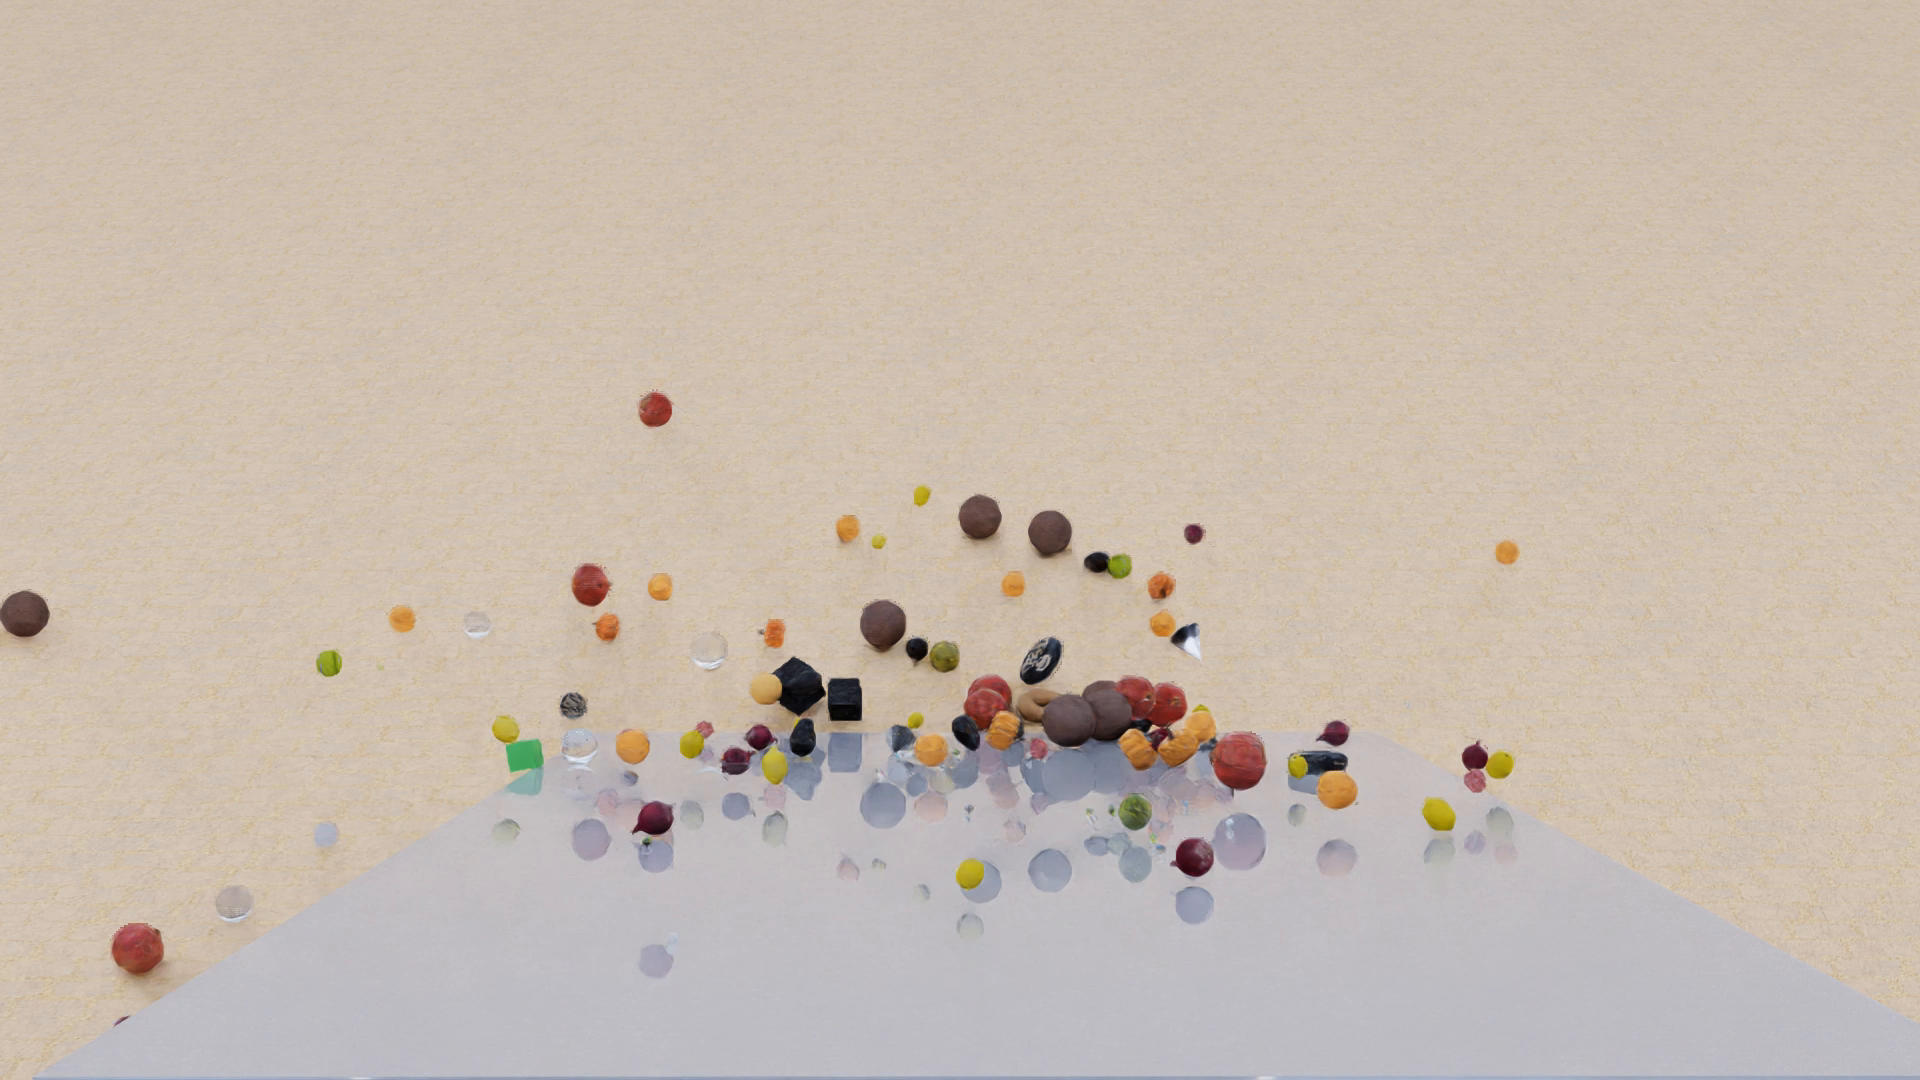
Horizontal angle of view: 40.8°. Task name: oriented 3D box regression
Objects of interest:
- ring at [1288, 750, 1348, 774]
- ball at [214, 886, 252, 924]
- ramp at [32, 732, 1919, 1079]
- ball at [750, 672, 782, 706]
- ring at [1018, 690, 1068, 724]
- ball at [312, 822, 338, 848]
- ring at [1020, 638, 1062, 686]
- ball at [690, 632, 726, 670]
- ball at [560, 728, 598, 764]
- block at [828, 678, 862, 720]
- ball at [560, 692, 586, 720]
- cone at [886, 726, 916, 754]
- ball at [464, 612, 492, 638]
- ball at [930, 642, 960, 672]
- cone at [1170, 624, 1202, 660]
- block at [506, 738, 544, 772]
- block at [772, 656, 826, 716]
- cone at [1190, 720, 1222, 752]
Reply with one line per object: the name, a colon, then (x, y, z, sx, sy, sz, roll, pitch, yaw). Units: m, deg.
ring: (0.775, 0.482, 5.598, 0.131, 0.044, 0.131, -1, 1, 0)
ball: (-1.693, 0.850, 6.025, 0.086, 0.086, 0.086, 0, 28, 0)
ramp: (0.063, 0.566, 4.606, 2.000, 0.100, 4.000, 0, 1, 0)
ball: (-0.507, 0.389, 6.750, 0.086, 0.086, 0.086, 0, 28, 0)
ring: (0.218, 0.440, 6.844, 0.134, 0.045, 0.134, 1, 28, -1)
ball: (-1.548, 0.720, 6.300, 0.060, 0.060, 0.060, 0, 28, 0)
ring: (0.218, 0.325, 6.943, 0.049, 0.147, 0.147, 38, 22, -18)
ball: (-0.685, 0.303, 7.043, 0.099, 0.099, 0.099, 0, 28, 0)
ball: (-0.852, 0.461, 5.778, 0.081, 0.081, 0.081, 0, 28, 0)
block: (-0.303, 0.421, 6.807, 0.080, 0.080, 0.080, -1, 54, 4)
ball: (-1.021, 0.438, 6.821, 0.070, 0.070, 0.070, 0, 28, 0)
cone: (-0.148, 0.482, 6.032, 0.072, 0.072, 0.072, 6, 29, 11)
ball: (-1.342, 0.237, 7.194, 0.075, 0.075, 0.075, 0, 28, 0)
ball: (-0.041, 0.318, 7.032, 0.084, 0.084, 0.084, 0, 28, 0)
cone: (0.642, 0.296, 7.118, 0.095, 0.095, 0.095, -15, 58, -26)
block: (-0.962, 0.476, 5.714, 0.061, 0.061, 0.061, -9, 0, 9)
block: (-0.433, 0.387, 6.843, 0.097, 0.097, 0.097, -38, 32, -19)
cone: (0.582, 0.459, 6.107, 0.076, 0.076, 0.076, 0, 1, 0)
